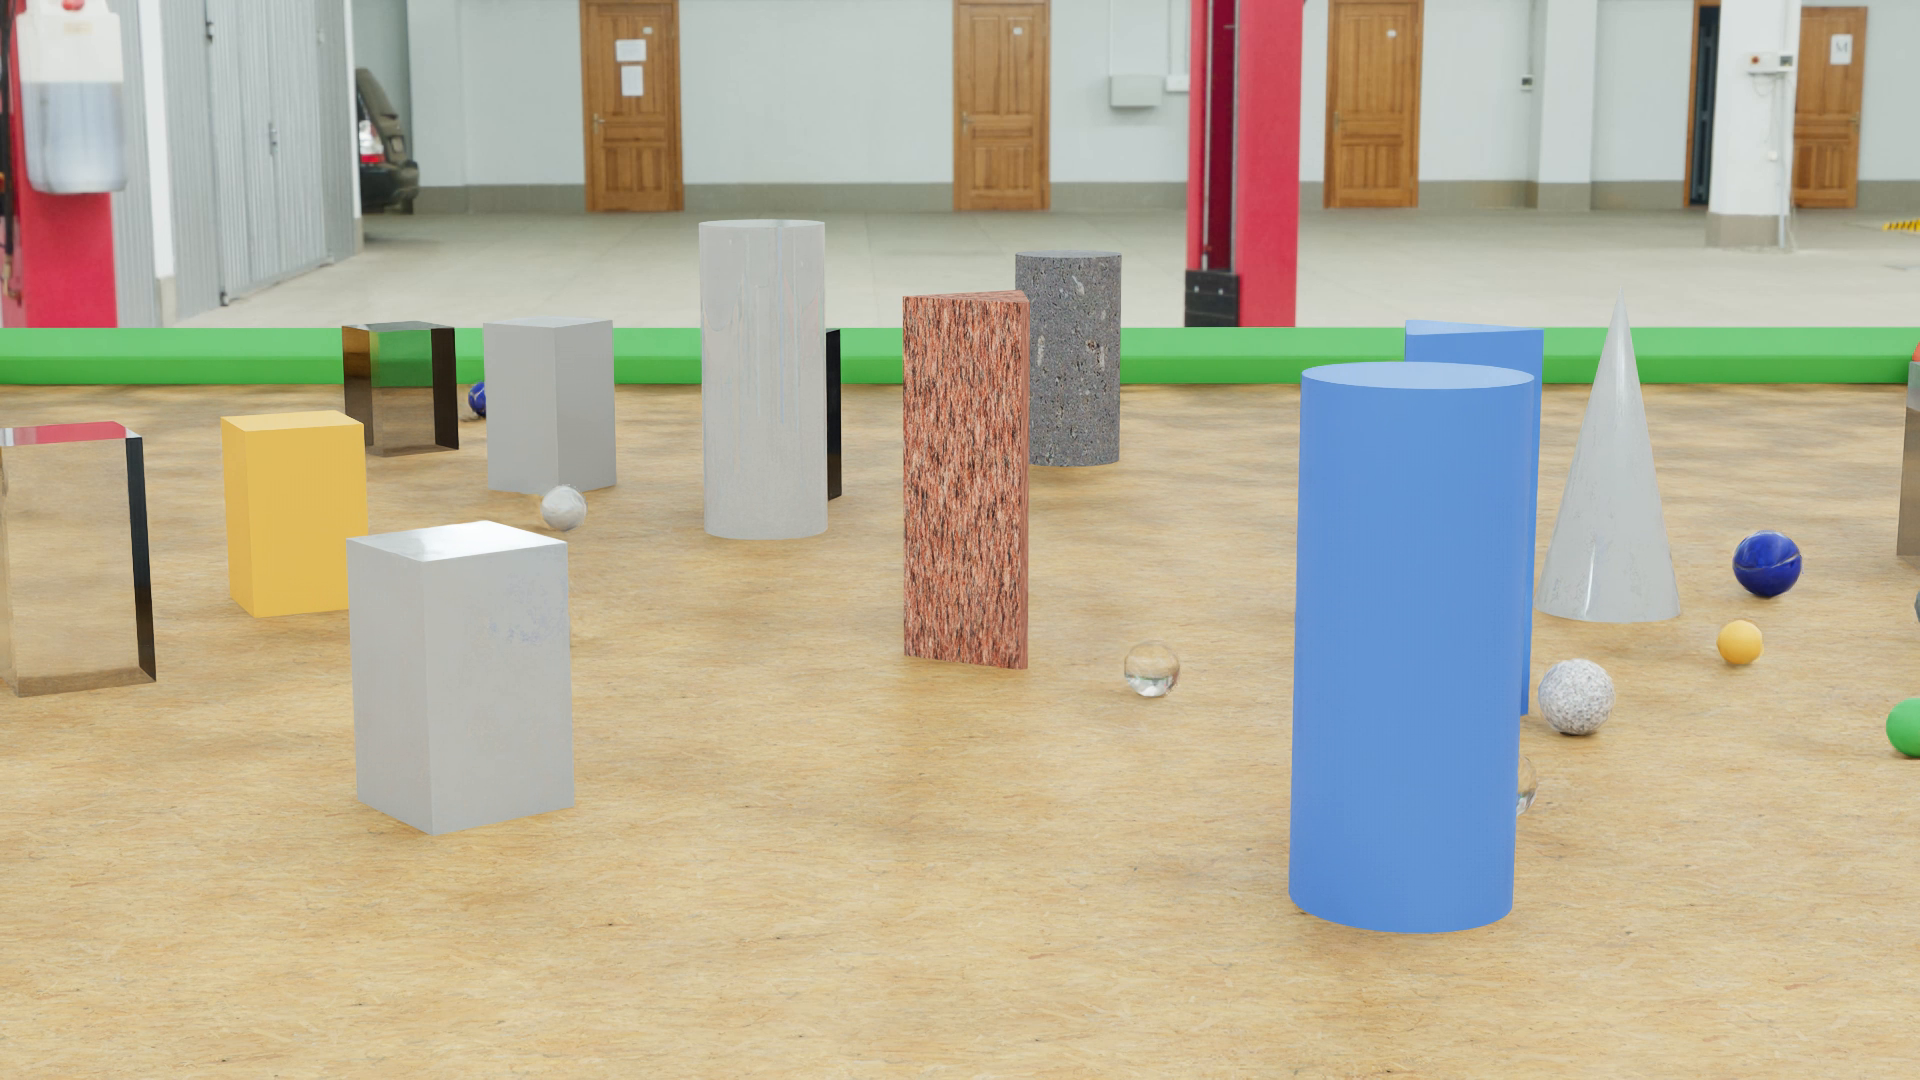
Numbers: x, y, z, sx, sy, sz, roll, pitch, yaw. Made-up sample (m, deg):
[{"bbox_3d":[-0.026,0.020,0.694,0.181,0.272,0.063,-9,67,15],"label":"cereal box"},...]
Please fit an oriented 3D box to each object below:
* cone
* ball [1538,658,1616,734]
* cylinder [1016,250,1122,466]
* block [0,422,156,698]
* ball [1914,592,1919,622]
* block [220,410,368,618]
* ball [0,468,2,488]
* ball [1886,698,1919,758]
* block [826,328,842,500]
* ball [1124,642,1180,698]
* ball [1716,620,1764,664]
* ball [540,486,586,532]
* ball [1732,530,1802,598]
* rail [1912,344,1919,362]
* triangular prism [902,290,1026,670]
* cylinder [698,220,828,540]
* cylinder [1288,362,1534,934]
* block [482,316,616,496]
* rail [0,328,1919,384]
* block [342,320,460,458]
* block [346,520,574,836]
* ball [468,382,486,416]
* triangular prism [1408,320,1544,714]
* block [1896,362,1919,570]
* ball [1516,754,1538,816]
[{"bbox_3d":[0.878,-0.125,3.446,0.196,0.441,0.196,0,11,0],"label":"cone"},{"bbox_3d":[0.679,0.172,2.825,0.083,0.083,0.083,0,11,0],"label":"ball"},{"bbox_3d":[0.200,-0.340,4.767,0.196,0.382,0.196,0,11,0],"label":"cylinder"},{"bbox_3d":[-1.066,0.019,3.066,0.157,0.296,0.157,-6,12,-29],"label":"block"},{"bbox_3d":[1.270,0.085,3.292,0.083,0.083,0.083,0,11,0],"label":"ball"},{"bbox_3d":[-0.907,-0.039,3.502,0.157,0.251,0.157,-5,12,-27],"label":"block"},{"bbox_3d":[-1.651,-0.104,4.294,0.091,0.091,0.091,0,11,0],"label":"ball"},{"bbox_3d":[1.019,0.199,2.730,0.064,0.064,0.064,0,11,0],"label":"ball"},{"bbox_3d":[-0.302,-0.208,4.319,0.157,0.286,0.157,4,11,19],"label":"block"},{"bbox_3d":[0.224,0.150,2.991,0.065,0.065,0.065,0,11,0],"label":"ball"},{"bbox_3d":[0.958,0.126,3.152,0.054,0.054,0.054,0,11,0],"label":"ball"},{"bbox_3d":[-0.627,-0.049,4.054,0.071,0.071,0.071,0,11,0],"label":"ball"},{"bbox_3d":[1.118,0.033,3.551,0.092,0.092,0.092,0,11,0],"label":"ball"},{"bbox_3d":[2.225,0.030,3.461,0.045,0.128,5.040,0,11,0],"label":"rail"},{"bbox_3d":[0.039,-0.081,3.192,0.170,0.448,0.147,6,12,28],"label":"triangular prism"},{"bbox_3d":[-0.308,-0.255,4.033,0.196,0.483,0.196,0,11,0],"label":"cylinder"},{"bbox_3d":[0.390,0.088,2.233,0.196,0.465,0.196,0,11,0],"label":"cylinder"},{"bbox_3d":[-0.711,-0.235,4.454,0.157,0.290,0.157,6,12,30],"label":"block"},{"bbox_3d":[-0.014,-0.422,5.903,4.497,0.128,0.045,0,11,0],"label":"rail"},{"bbox_3d":[-1.069,-0.290,4.901,0.157,0.236,0.157,-8,13,-38],"label":"block"},{"bbox_3d":[-0.494,0.132,2.538,0.157,0.267,0.157,-9,14,-39],"label":"block"},{"bbox_3d":[-0.993,-0.296,5.375,0.074,0.074,0.074,0,11,0],"label":"ball"},{"bbox_3d":[0.542,-0.025,2.916,0.170,0.438,0.147,-4,11,-20],"label":"triangular prism"},{"bbox_3d":[1.480,-0.105,3.747,0.157,0.293,0.157,1,11,4],"label":"block"},{"bbox_3d":[0.529,0.238,2.505,0.070,0.070,0.070,0,11,0],"label":"ball"}]
